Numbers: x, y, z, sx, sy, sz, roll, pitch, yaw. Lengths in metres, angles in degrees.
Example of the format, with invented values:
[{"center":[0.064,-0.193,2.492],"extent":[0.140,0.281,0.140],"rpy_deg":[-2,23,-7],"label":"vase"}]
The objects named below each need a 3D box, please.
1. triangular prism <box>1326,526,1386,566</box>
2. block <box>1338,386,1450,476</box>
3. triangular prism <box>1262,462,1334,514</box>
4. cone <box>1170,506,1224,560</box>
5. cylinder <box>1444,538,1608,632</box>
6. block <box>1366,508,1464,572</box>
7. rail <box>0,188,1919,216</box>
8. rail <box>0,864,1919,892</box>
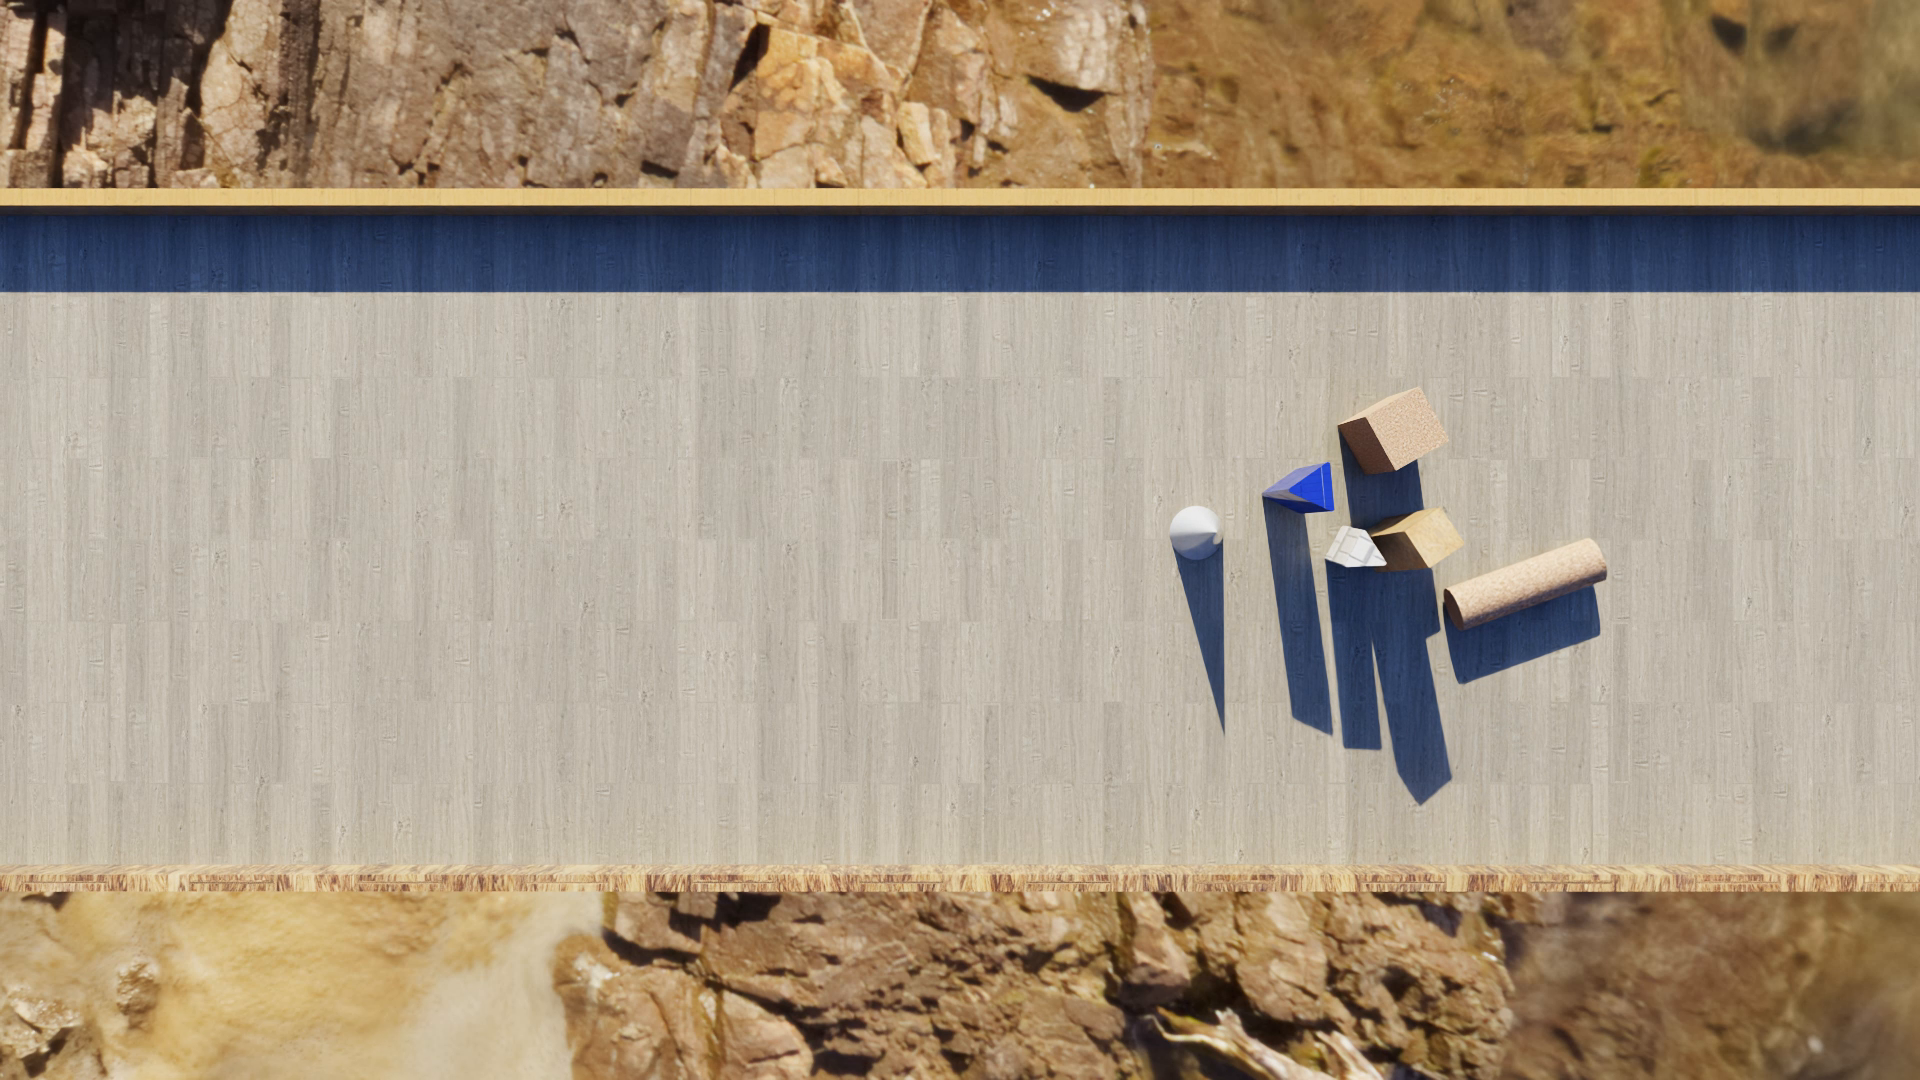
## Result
[{"center":[1.169,0.014,4.894],"extent":[0.116,0.356,0.100],"rpy_deg":[-3,92,4],"label":"triangular prism"},{"center":[1.282,-0.319,4.899],"extent":[0.177,0.354,0.177],"rpy_deg":[-29,90,0],"label":"block"},{"center":[1.015,-0.165,4.862],"extent":[0.137,0.430,0.119],"rpy_deg":[25,90,0],"label":"triangular prism"},{"center":[0.728,-0.022,4.877],"extent":[0.165,0.399,0.165],"rpy_deg":[0,90,0],"label":"cone"},{"center":[1.714,0.135,5.008],"extent":[0.458,0.137,0.137],"rpy_deg":[-20,90,0],"label":"cylinder"},{"center":[1.312,0.004,4.844],"extent":[0.124,0.456,0.124],"rpy_deg":[-33,90,-5],"label":"block"},{"center":[-2.247,-1.025,5.002],"extent":[12.000,0.150,0.050],"rpy_deg":[0,90,0],"label":"rail"},{"center":[-2.247,1.025,5.001],"extent":[12.000,0.150,0.050],"rpy_deg":[0,90,0],"label":"rail"}]
